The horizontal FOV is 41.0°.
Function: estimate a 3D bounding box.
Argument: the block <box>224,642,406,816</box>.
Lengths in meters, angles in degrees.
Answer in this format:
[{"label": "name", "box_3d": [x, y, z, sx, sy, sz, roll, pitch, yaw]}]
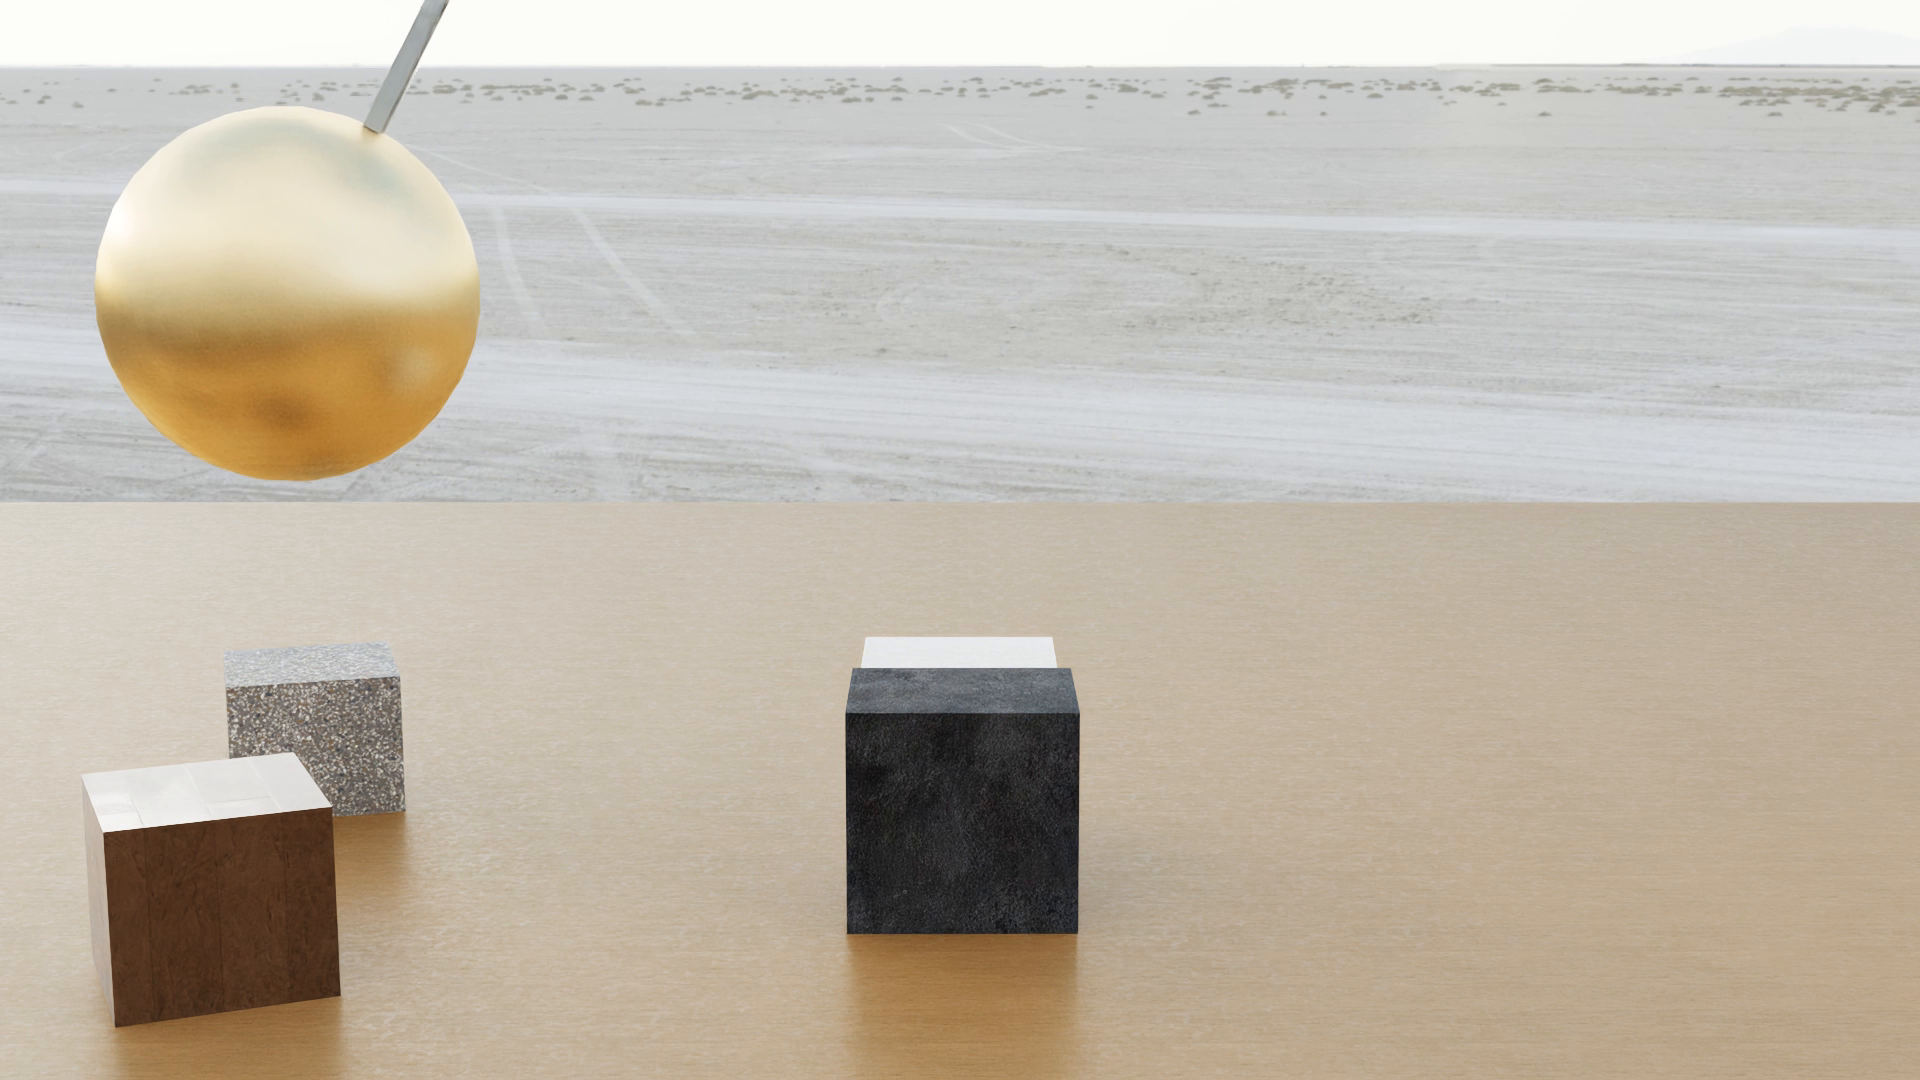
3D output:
[{"label": "block", "box_3d": [-3.172, 0.931, 12.580, 0.801, 0.668, 0.802, -3, 11, -16]}]

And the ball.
[{"label": "ball", "box_3d": [-2.867, -1.049, 10.990, 1.600, 1.600, 1.600, 0, 10, 0]}]

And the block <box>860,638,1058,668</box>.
[{"label": "block", "box_3d": [-0.004, 0.971, 11.773, 0.881, 0.877, 0.891, 0, 10, 0]}]

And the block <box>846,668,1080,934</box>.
[{"label": "block", "box_3d": [0.009, 1.094, 10.919, 0.956, 0.940, 0.809, 0, 10, 0]}]

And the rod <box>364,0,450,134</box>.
[{"label": "rod", "box_3d": [-1.242, -3.988, 10.455, 0.080, 5.200, 0.080, 28, 9, -5]}]

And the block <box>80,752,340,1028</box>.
[{"label": "block", "box_3d": [-2.943, 1.345, 10.051, 0.832, 0.757, 0.866, -5, 11, -23]}]
